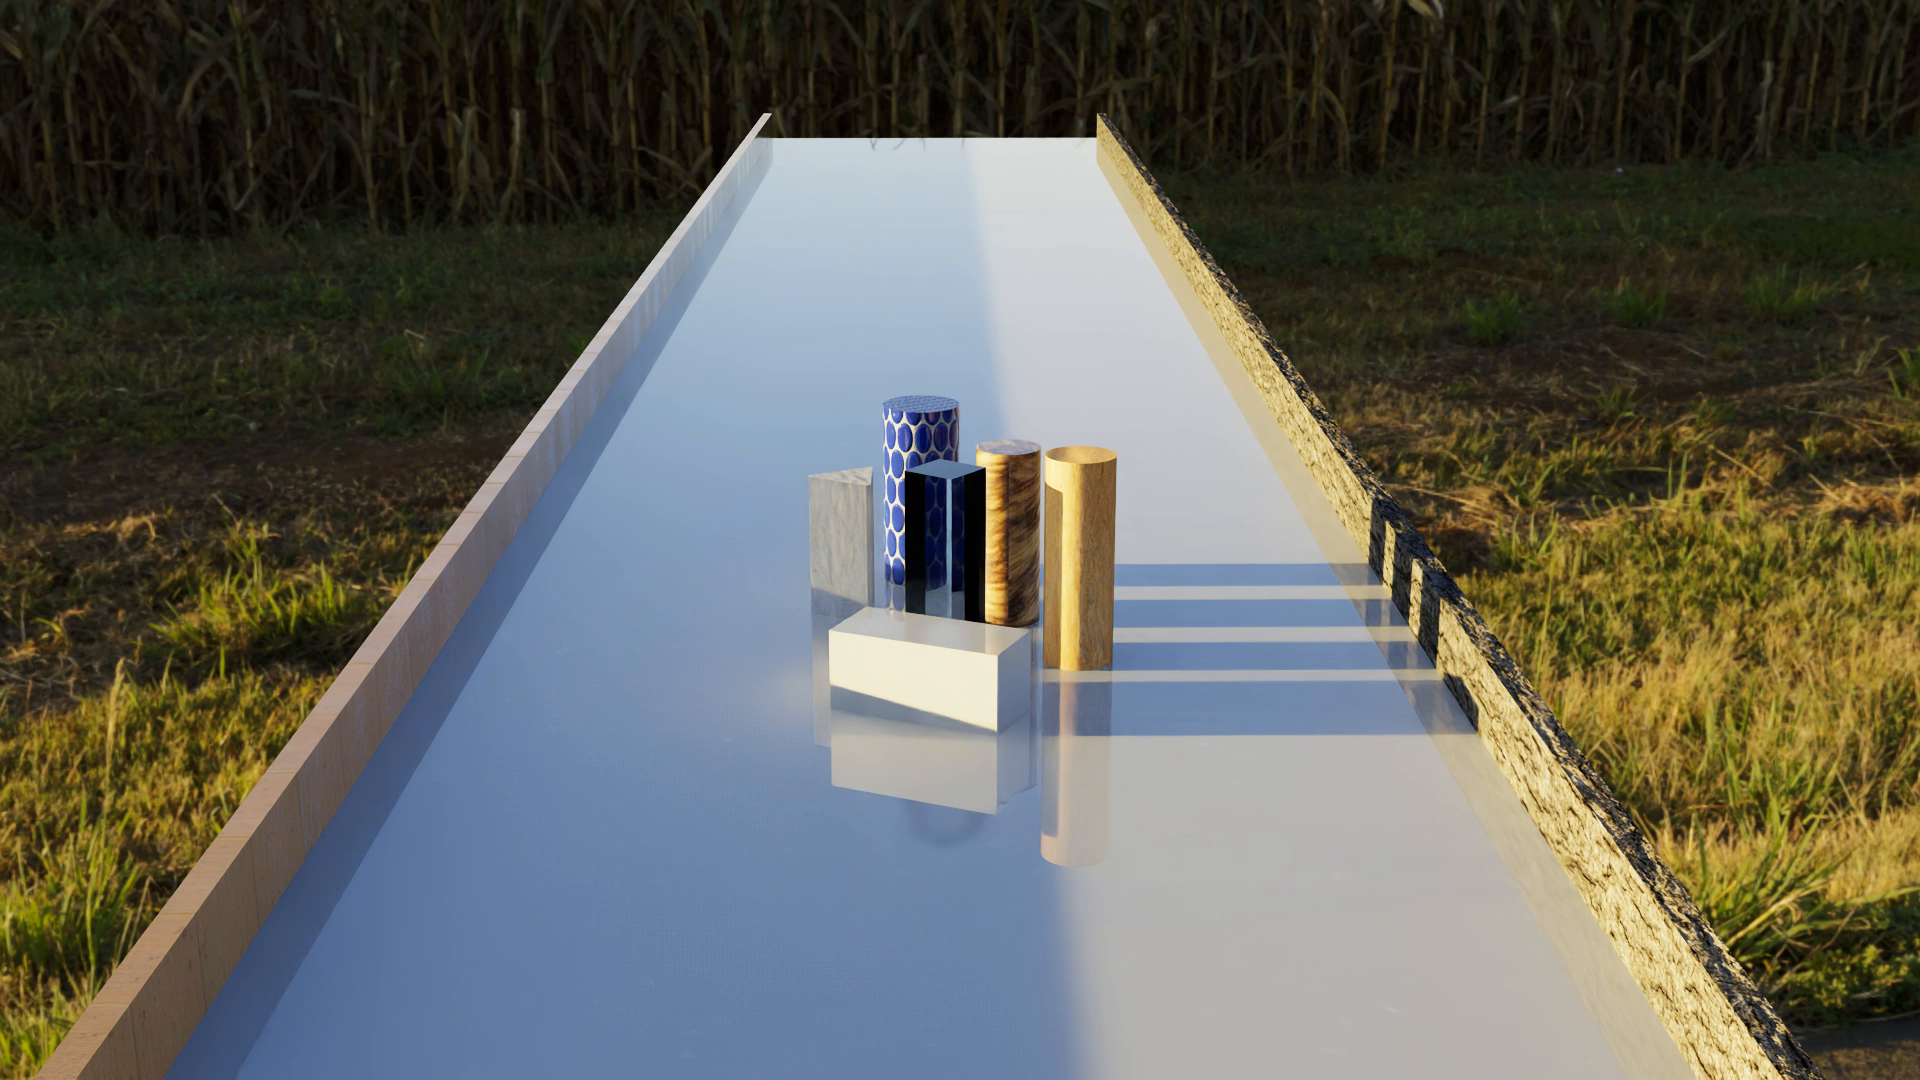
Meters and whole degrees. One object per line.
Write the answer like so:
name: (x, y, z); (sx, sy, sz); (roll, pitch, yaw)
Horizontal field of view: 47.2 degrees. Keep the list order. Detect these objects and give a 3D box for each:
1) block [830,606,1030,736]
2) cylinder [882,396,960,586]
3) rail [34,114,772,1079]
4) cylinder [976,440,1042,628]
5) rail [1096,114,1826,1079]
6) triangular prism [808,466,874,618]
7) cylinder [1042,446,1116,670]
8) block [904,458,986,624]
block: (-0.056, 0.244, 4.133); (0.343, 0.156, 0.156); (7, 18, 23)
cylinder: (-0.086, -0.109, 4.898); (0.169, 0.397, 0.169); (0, 17, 0)
rail: (-1.118, -0.838, 7.780); (0.050, 0.150, 12.000); (0, 17, -1)
cylinder: (0.101, -0.014, 4.617); (0.135, 0.374, 0.135); (0, 17, 0)
rail: (0.932, -0.844, 7.801); (0.050, 0.150, 12.000); (0, 17, -1)
triangular prism: (-0.221, 0.004, 4.684); (0.150, 0.301, 0.130); (9, 19, 29)
cylinder: (0.237, 0.036, 4.362); (0.141, 0.424, 0.141); (0, 17, 0)
block: (-0.029, 0.047, 4.382); (0.115, 0.391, 0.115); (12, 20, 35)
